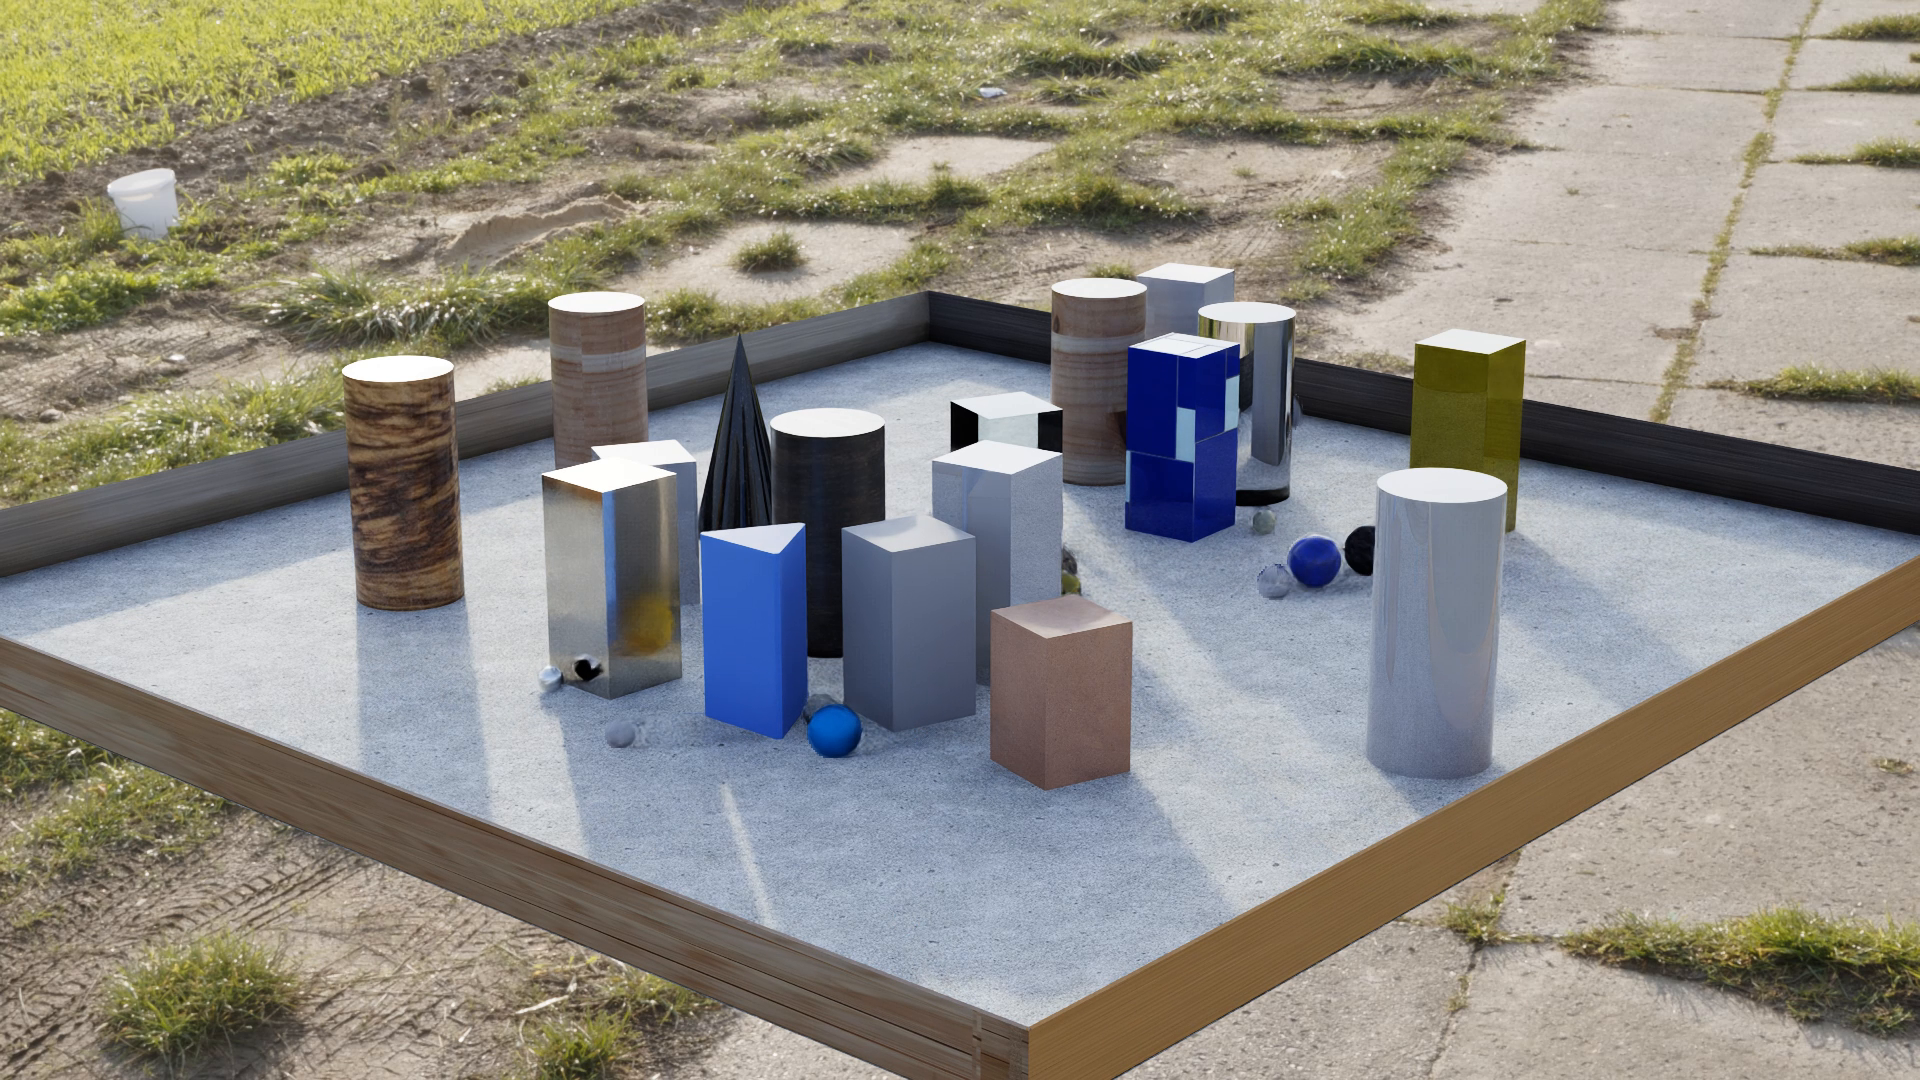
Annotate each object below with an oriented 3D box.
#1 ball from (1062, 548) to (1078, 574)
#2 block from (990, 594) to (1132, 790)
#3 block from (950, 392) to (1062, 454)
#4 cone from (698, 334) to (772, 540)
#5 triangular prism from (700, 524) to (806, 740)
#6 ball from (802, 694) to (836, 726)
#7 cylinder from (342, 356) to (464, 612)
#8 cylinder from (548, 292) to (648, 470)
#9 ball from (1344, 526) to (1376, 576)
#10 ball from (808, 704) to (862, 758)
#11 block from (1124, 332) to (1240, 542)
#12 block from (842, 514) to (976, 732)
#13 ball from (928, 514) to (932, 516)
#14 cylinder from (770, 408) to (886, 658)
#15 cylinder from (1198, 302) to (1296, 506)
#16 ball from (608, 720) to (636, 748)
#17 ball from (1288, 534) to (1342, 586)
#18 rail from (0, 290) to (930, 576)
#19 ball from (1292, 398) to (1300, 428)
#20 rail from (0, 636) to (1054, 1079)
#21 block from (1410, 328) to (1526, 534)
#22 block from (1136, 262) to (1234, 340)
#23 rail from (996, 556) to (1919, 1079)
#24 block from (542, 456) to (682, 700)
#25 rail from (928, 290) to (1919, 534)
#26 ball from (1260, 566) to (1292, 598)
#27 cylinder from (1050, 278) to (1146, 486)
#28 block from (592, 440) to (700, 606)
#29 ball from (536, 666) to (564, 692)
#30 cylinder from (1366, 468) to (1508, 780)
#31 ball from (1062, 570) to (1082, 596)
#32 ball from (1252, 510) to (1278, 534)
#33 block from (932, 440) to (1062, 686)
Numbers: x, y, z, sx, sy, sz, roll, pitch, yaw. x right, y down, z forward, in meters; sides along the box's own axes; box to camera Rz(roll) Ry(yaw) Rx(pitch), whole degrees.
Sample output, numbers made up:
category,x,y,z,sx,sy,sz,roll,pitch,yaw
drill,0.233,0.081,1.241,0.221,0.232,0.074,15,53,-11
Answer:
category,x,y,z,sx,sy,sz,roll,pitch,yaw
ball,0.168,0.050,5.139,0.075,0.075,0.075,0,17,0
block,0.148,0.221,4.300,0.149,0.233,0.149,-10,20,-30
block,0.083,-0.109,5.310,0.149,0.280,0.149,-9,19,-26
cone,-0.404,-0.199,5.426,0.187,0.385,0.187,0,17,0
triangular prism,-0.287,0.130,4.496,0.162,0.294,0.140,14,22,39
ball,-0.212,0.262,4.473,0.055,0.055,0.055,0,17,0
cylinder,-0.959,-0.098,5.060,0.187,0.405,0.187,0,17,0
cylinder,-0.710,-0.292,5.777,0.187,0.361,0.187,0,17,0
ball,0.729,0.018,5.220,0.089,0.089,0.089,0,17,0
ball,-0.185,0.283,4.361,0.079,0.079,0.079,0,17,0
block,0.414,-0.193,5.467,0.149,0.350,0.149,12,21,35
block,-0.079,0.126,4.520,0.149,0.288,0.149,-10,20,-31
ball,-0.051,-0.001,5.277,0.093,0.093,0.093,0,17,0
cylinder,-0.216,-0.013,4.830,0.187,0.374,0.187,0,17,0
cylinder,0.552,-0.265,5.685,0.187,0.362,0.187,0,17,0
ball,-0.508,0.291,4.401,0.042,0.042,0.042,0,17,0
ball,0.625,0.036,5.156,0.092,0.092,0.092,0,17,0
rail,-0.994,-0.220,5.947,0.045,0.121,2.856,14,22,39
ball,0.672,-0.269,6.169,0.090,0.090,0.090,0,17,0
rail,-0.921,0.337,4.106,2.681,0.121,0.045,14,22,39
block,0.938,-0.190,5.434,0.149,0.365,0.149,12,21,35
block,0.458,-0.364,5.998,0.149,0.371,0.149,9,19,28
rail,0.994,0.280,4.295,0.045,0.121,2.856,14,22,39
block,-0.551,0.059,4.654,0.149,0.339,0.149,16,23,42
rail,0.921,-0.277,6.136,2.681,0.121,0.045,14,22,39
ball,0.548,0.074,5.091,0.056,0.056,0.056,0,17,0
cylinder,0.273,-0.314,5.817,0.187,0.380,0.187,0,17,0
block,-0.544,-0.026,5.079,0.149,0.255,0.149,-6,18,-19
ball,-0.648,0.219,4.636,0.042,0.042,0.042,0,17,0
cylinder,0.698,0.121,4.307,0.187,0.420,0.187,0,17,0
ball,0.177,0.086,5.038,0.065,0.065,0.065,0,17,0
ball,0.569,-0.035,5.469,0.046,0.046,0.046,0,17,0
block,0.060,0.039,4.690,0.149,0.357,0.149,11,20,33
